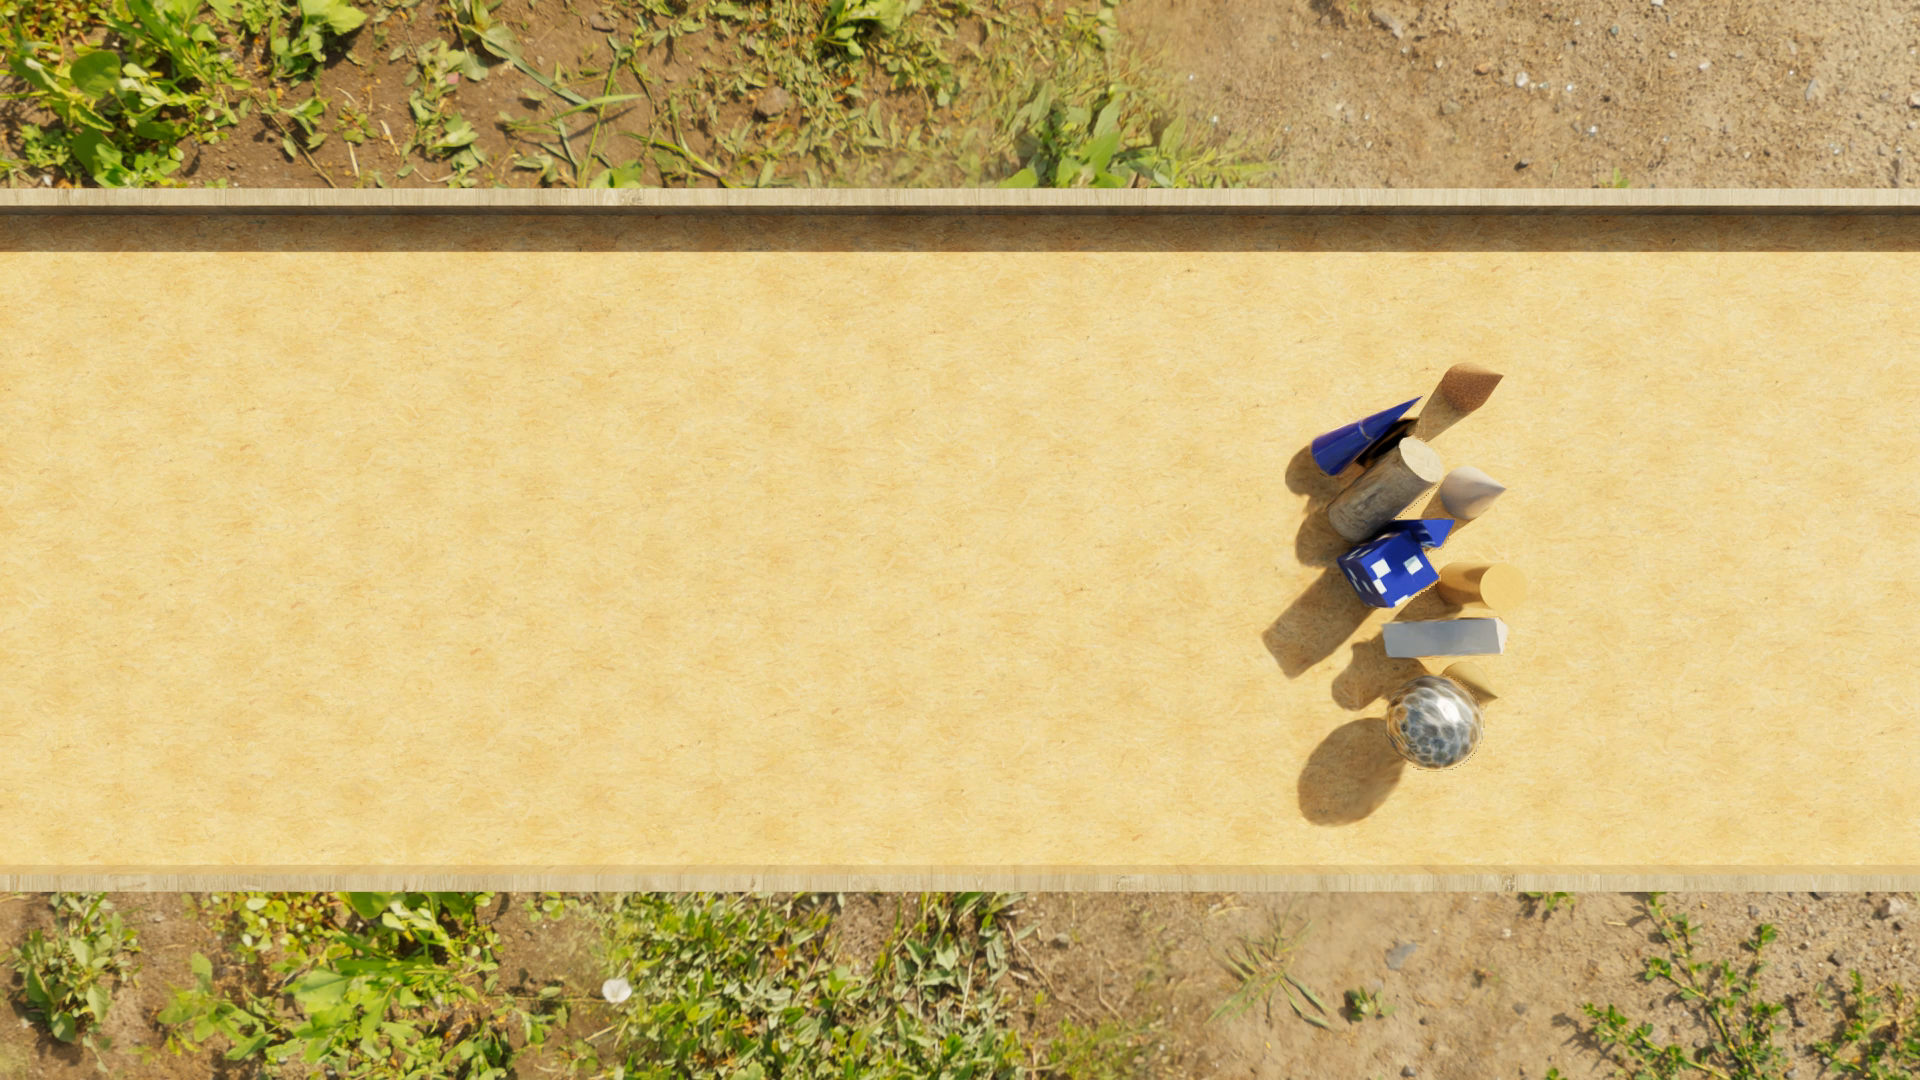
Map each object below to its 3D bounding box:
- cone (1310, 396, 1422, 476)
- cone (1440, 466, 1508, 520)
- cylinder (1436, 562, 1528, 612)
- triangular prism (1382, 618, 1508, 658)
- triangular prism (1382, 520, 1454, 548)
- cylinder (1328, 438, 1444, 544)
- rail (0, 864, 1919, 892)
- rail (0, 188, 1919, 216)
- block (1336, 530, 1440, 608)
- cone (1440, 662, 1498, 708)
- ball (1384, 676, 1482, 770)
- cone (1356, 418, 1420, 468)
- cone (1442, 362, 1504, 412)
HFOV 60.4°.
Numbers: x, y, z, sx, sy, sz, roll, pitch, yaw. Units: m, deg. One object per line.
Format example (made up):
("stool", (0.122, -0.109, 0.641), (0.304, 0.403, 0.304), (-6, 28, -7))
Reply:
("cone", (1.223, -0.336, 4.866), (0.138, 0.411, 0.138), (14, 61, -26))
("cone", (1.560, -0.146, 4.887), (0.164, 0.379, 0.164), (0, 90, 0))
("cylinder", (1.532, 0.135, 4.861), (0.136, 0.430, 0.136), (0, 90, 0))
("triangular prism", (1.434, 0.272, 4.907), (0.344, 0.110, 0.095), (-6, 130, 35))
("triangular prism", (1.352, -0.038, 4.862), (0.080, 0.426, 0.092), (-31, 92, -2))
("cylinder", (1.261, -0.145, 4.904), (0.160, 0.160, 0.328), (42, 133, 0))
("rail", (-2.247, 1.025, 5.001), (12.000, 0.150, 0.050), (0, 90, 0))
("rail", (-2.247, -1.025, 5.002), (12.000, 0.150, 0.050), (0, 90, 0))
("block", (1.270, 0.084, 4.920), (0.167, 0.312, 0.167), (-33, 90, 0))
("cone", (1.549, 0.454, 4.909), (0.161, 0.335, 0.161), (0, 90, 0))
("ball", (1.387, 0.533, 4.834), (0.274, 0.274, 0.274), (0, 90, 0))
("cone", (1.296, -0.322, 4.887), (0.174, 0.354, 0.174), (1, 81, -6))
("cone", (1.558, -0.471, 4.899), (0.153, 0.355, 0.153), (0, 90, 0))
